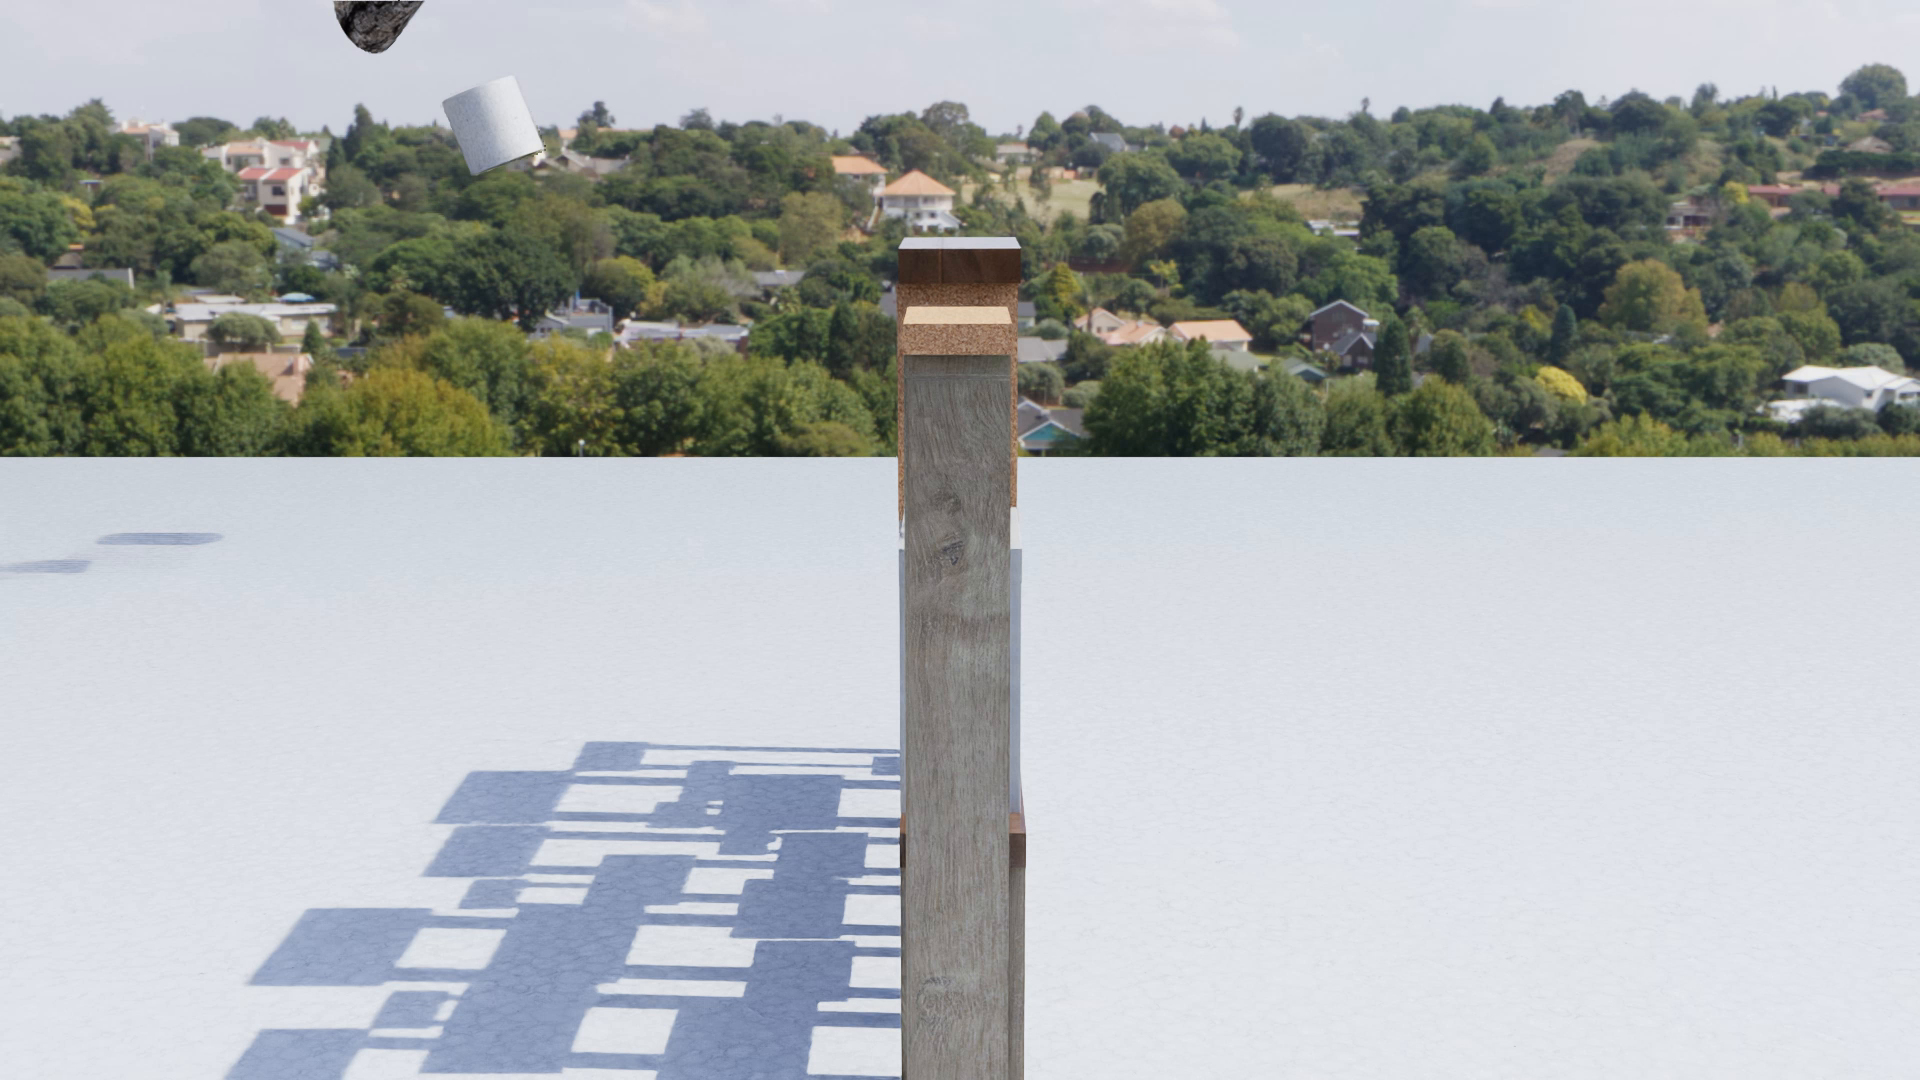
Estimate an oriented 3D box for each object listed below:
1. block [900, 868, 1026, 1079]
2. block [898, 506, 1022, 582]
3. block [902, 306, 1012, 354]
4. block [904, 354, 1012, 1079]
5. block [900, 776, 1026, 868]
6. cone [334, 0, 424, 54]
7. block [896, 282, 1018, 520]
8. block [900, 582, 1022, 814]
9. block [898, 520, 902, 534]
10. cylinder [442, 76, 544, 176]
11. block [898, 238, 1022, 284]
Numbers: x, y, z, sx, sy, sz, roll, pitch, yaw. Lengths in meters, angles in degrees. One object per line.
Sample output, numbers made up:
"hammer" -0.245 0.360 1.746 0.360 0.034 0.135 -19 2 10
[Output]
"block" 0.004 0.569 2.897 0.162 0.324 0.046 0 11 0
"block" 0.001 0.004 2.951 0.157 0.045 0.315 0 11 0
"block" -0.003 -0.263 2.746 0.130 0.037 0.259 0 11 0
"block" -0.003 0.257 2.755 0.130 0.989 0.037 0 11 0
"block" 0.004 0.367 2.969 0.162 0.046 0.324 0 11 0
"cone" -1.420 -1.369 5.570 0.228 0.228 0.228 -5 7 31
"block" -0.003 -0.197 3.102 0.168 0.336 0.048 0 10 0
"block" 0.000 0.200 2.880 0.157 0.315 0.045 0 11 0
"block" -0.001 -0.035 3.281 0.169 0.048 0.338 0 10 0
"cylinder" -1.294 -1.148 6.094 0.213 0.213 0.213 -20 11 4
"block" 0.000 -0.406 3.178 0.168 0.048 0.336 0 10 0
